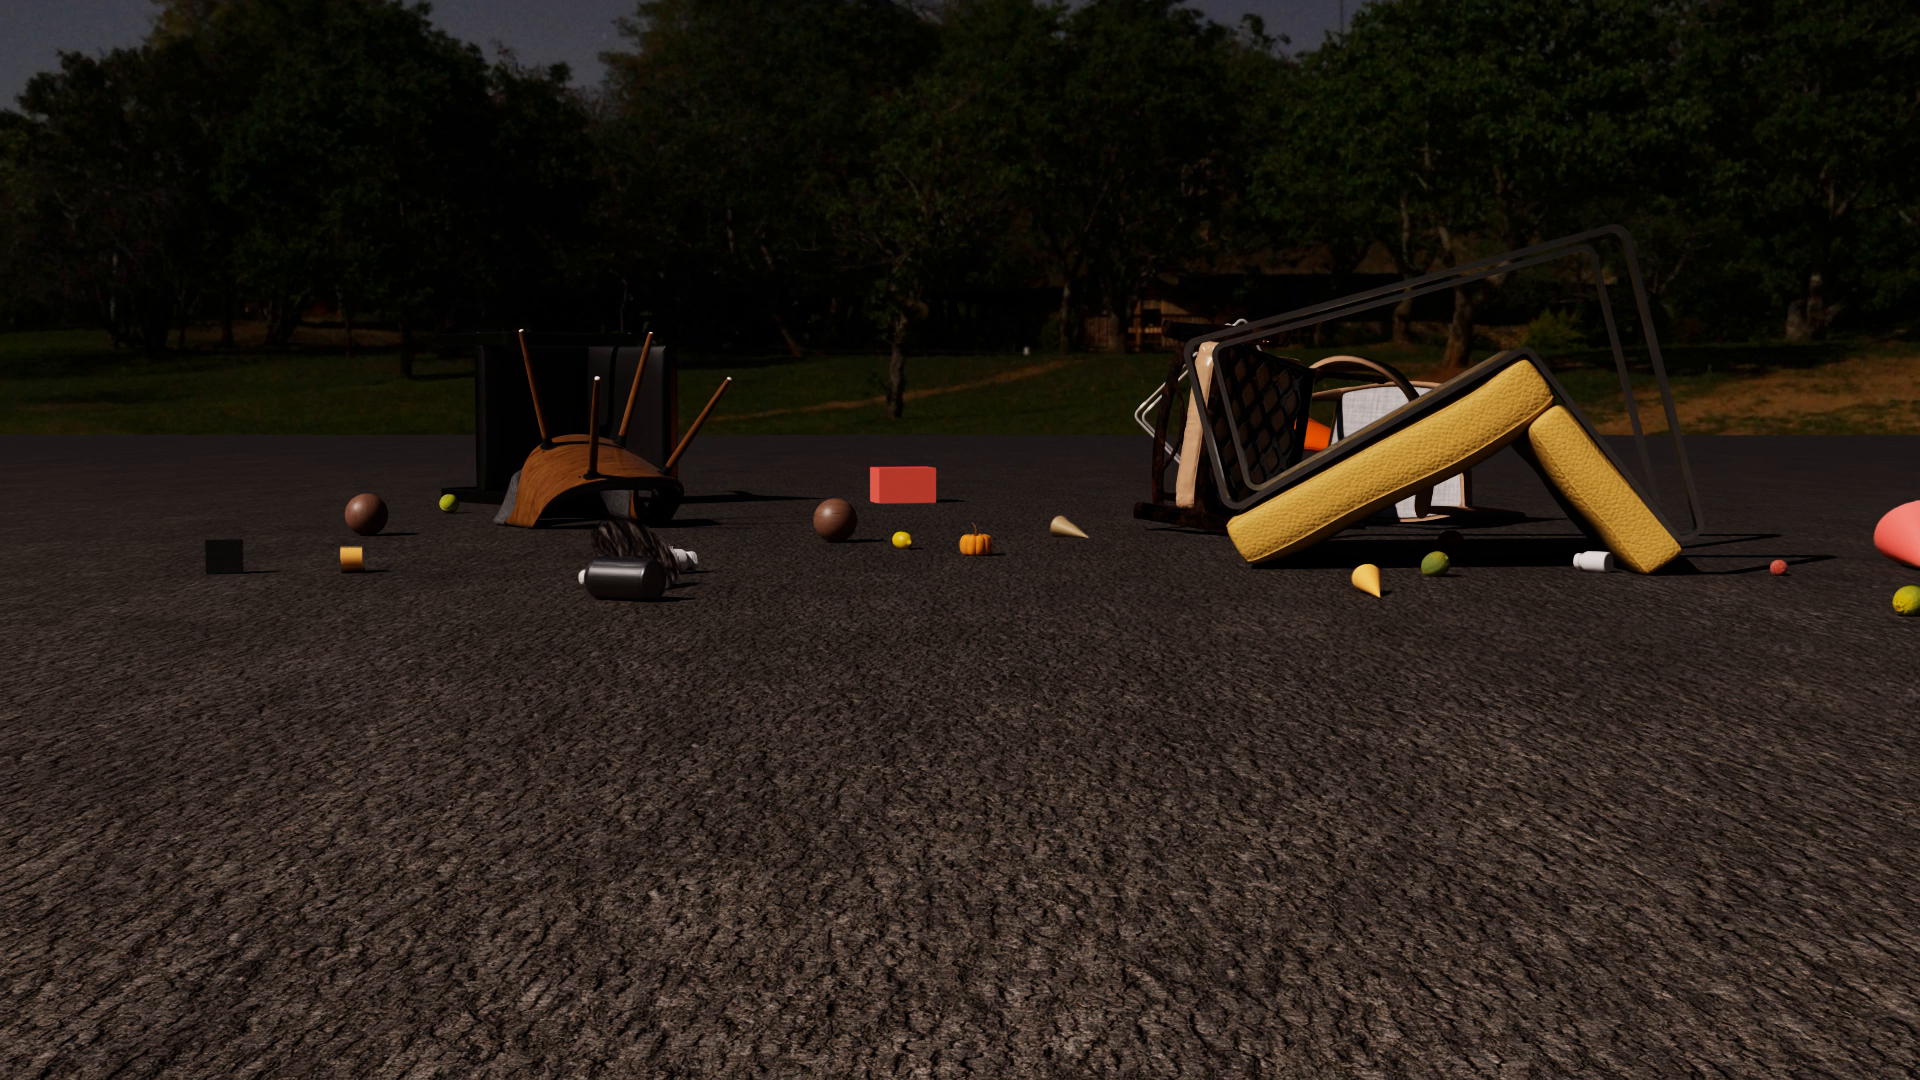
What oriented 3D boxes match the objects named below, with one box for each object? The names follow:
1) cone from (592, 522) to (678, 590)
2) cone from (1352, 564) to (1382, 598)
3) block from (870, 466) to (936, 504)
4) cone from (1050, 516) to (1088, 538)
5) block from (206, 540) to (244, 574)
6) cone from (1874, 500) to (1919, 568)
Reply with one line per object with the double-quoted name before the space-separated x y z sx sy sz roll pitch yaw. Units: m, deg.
"cone" -0.764 0.071 4.958 0.232 0.194 0.121 4 -39 -49
"cone" 0.902 0.104 4.799 0.067 0.065 0.134 14 16 -7
"block" -0.227 -0.220 8.745 0.230 0.137 0.169 -1 4 -14
"cone" 0.345 -0.024 6.662 0.129 0.066 0.074 21 18 37
"block" -1.789 0.041 5.351 0.086 0.082 0.032 -1 4 -17
"cone" 2.402 0.031 5.457 0.229 0.184 0.217 -11 24 21
